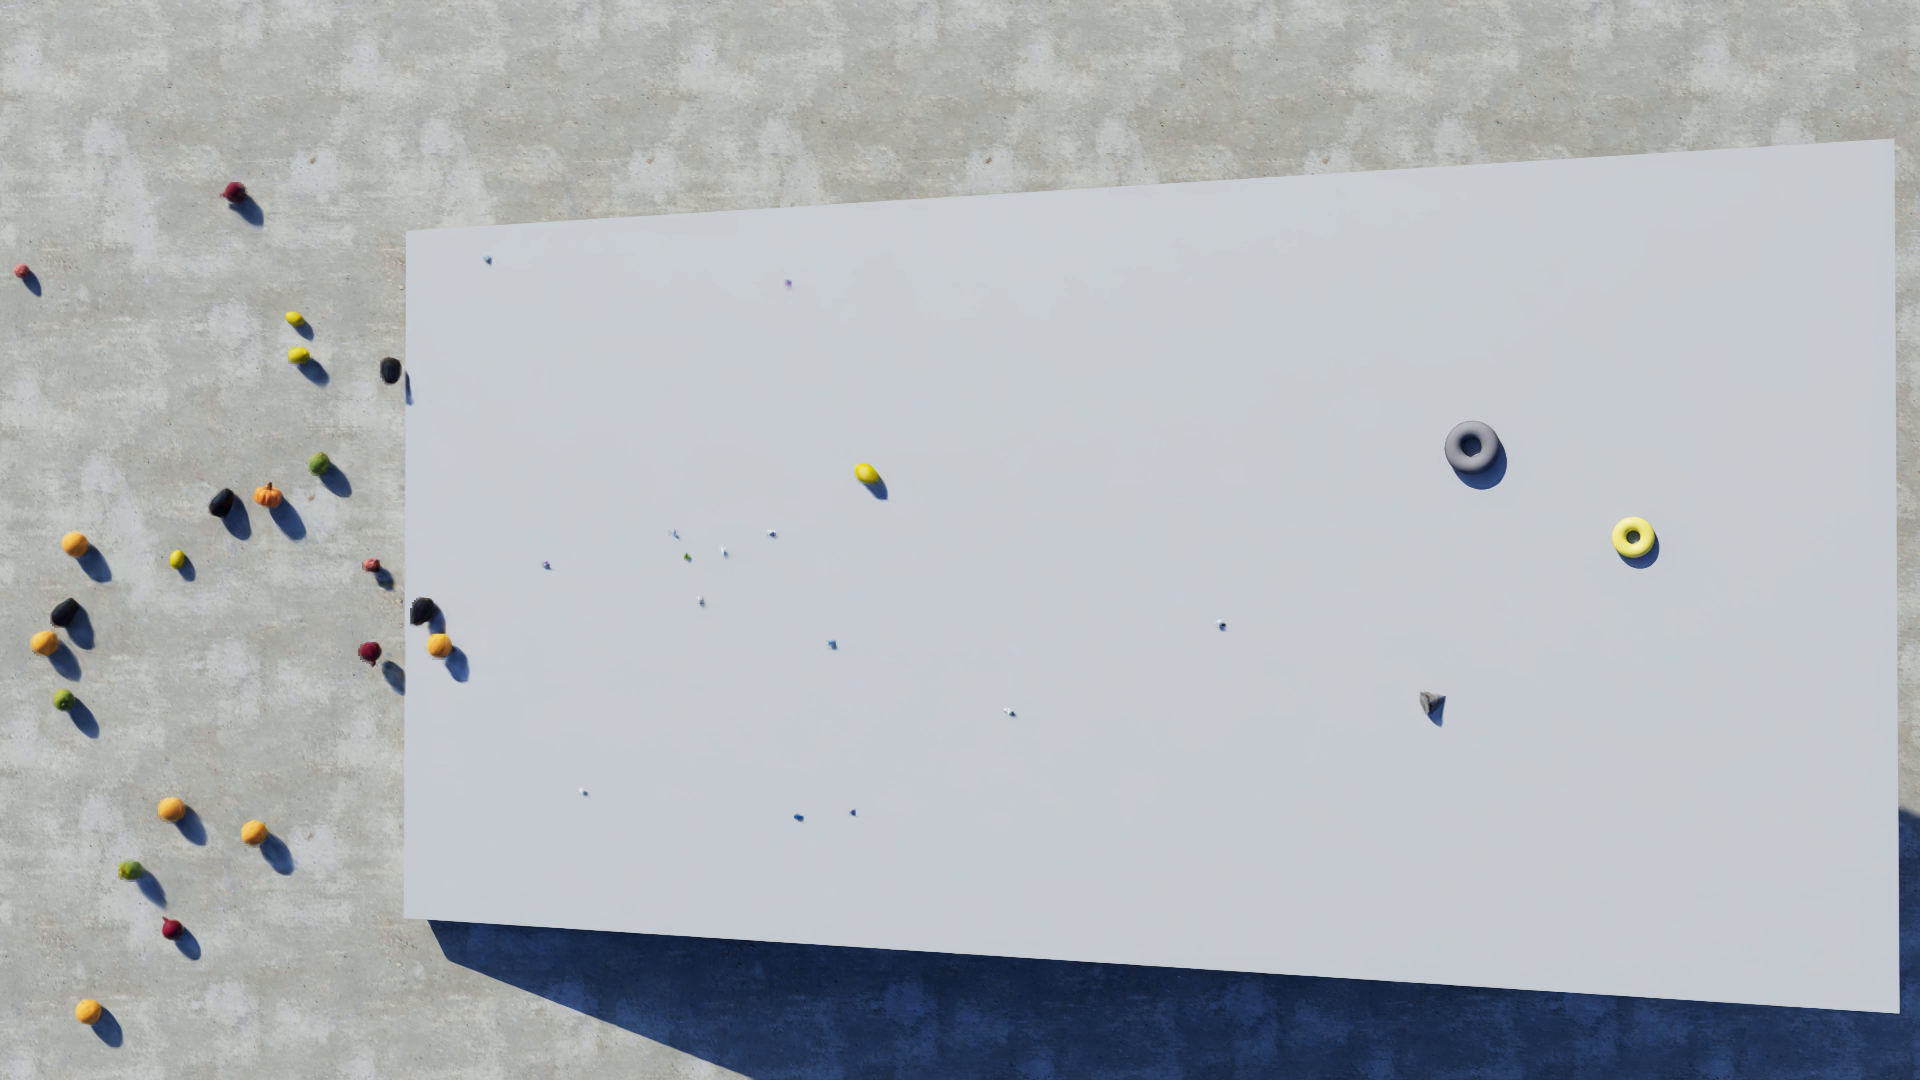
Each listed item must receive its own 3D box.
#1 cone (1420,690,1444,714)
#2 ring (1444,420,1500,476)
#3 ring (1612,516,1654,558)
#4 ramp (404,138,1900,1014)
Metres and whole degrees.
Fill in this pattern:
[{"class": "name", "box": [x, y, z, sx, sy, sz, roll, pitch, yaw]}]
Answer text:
[{"class": "cone", "box": [1.160, 0.389, 5.369, 0.057, 0.057, 0.057, -14, 89, -10]}, {"class": "ring", "box": [1.243, -0.224, 5.337, 0.133, 0.044, 0.133, -1, 88, 21]}, {"class": "ring", "box": [1.596, -0.006, 5.212, 0.098, 0.033, 0.098, -1, 88, 19]}, {"class": "ramp", "box": [0.281, 0.089, 5.761, 4.000, 0.100, 2.000, 0, 89, 20]}]
